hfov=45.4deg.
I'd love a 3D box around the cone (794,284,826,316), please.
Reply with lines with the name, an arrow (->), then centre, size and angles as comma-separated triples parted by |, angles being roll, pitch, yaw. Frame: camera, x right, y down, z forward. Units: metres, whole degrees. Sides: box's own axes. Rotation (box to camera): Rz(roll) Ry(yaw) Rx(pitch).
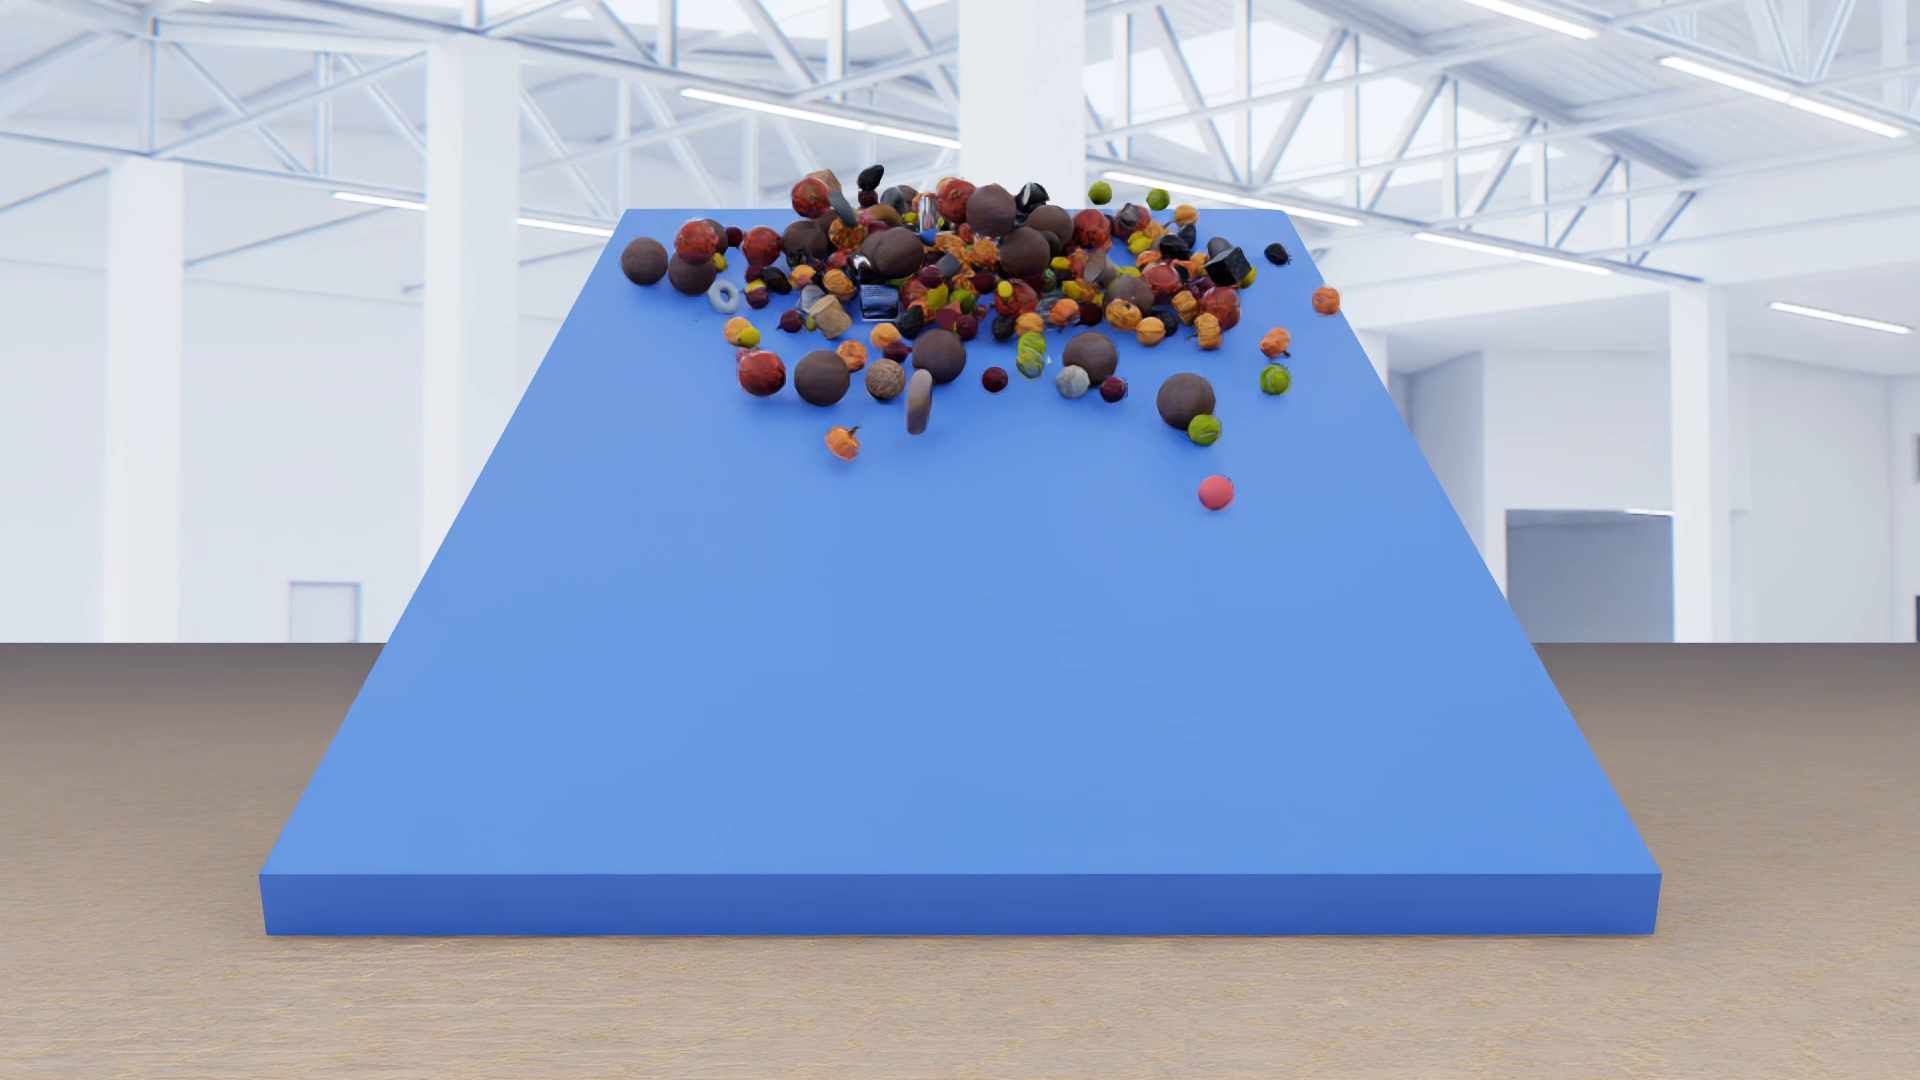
cone -> -0.401, -0.604, 5.914 | 0.090, 0.090, 0.090 | 2, -12, -42

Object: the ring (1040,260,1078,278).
ring -> 0.268, -0.739, 6.249 | 0.108, 0.036, 0.108 | -7, 15, 2

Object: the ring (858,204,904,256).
ring -> -0.218, -0.854, 6.322 | 0.146, 0.146, 0.049 | 2, 5, -41

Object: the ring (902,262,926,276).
ring -> -0.134, -0.743, 6.281 | 0.080, 0.027, 0.080 | 0, 22, 0

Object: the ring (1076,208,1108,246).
ring -> 0.376, -0.894, 6.556 | 0.106, 0.106, 0.035 | 1, 8, -30

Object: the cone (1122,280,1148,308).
cone -> 0.458, -0.651, 6.001 | 0.067, 0.067, 0.067 | 0, 22, 0

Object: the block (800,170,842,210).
block -> -0.395, -0.999, 6.547 | 0.076, 0.076, 0.076 | -6, -40, 30

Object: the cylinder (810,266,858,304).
cylinder -> -0.327, -0.660, 5.980 | 0.091, 0.091, 0.091 | -17, 6, -29

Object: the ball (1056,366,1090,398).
ball -> 0.259, -0.363, 5.268 | 0.076, 0.076, 0.076 | 0, -2, 0

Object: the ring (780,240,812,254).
ring -> -0.464, -0.826, 6.482 | 0.093, 0.031, 0.093 | 1, 23, 0

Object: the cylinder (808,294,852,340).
cylinder -> -0.321, -0.553, 5.680 | 0.079, 0.079, 0.079 | -28, 27, 16

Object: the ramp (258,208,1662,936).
ramp -> -0.006, -0.220, 5.144 | 2.000, 0.100, 4.000 | 0, 22, 0

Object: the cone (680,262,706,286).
cone -> -0.708, -0.704, 6.177 | 0.067, 0.067, 0.067 | 19, -12, -31

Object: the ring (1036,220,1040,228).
ring -> 0.190, -0.922, 6.727 | 0.091, 0.030, 0.091 | 1, 21, 0

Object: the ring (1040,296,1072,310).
ring -> 0.244, -0.612, 5.951 | 0.089, 0.030, 0.089 | 0, 23, 0

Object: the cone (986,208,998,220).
cone -> 0.077, -0.947, 6.793 | 0.058, 0.058, 0.058 | -23, -9, 15

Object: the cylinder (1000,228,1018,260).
cylinder -> 0.109, -0.815, 6.338 | 0.077, 0.077, 0.077 | -12, -9, 34

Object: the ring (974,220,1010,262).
ring -> 0.082, -0.773, 5.941 | 0.111, 0.111, 0.037 | 2, 14, -43

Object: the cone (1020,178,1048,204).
cone -> 0.212, -0.922, 6.151 | 0.069, 0.069, 0.069 | 33, -17, -23

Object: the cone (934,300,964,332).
cone -> -0.016, -0.579, 5.770 | 0.077, 0.077, 0.077 | 13, -40, 11

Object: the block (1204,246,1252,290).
block -> 0.675, -0.684, 5.770 | 0.071, 0.071, 0.071 | -42, 16, -35

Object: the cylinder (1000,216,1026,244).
cylinder -> 0.147, -0.870, 6.508 | 0.068, 0.068, 0.068 | 0, -29, -11

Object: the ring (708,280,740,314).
ring -> -0.608, -0.625, 5.904 | 0.094, 0.094, 0.031 | 2, -14, -41

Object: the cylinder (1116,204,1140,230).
cylinder -> 0.474, -0.906, 6.446 | 0.054, 0.054, 0.054 | 1, -22, -14

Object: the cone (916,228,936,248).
cone -> -0.091, -0.777, 5.869 | 0.054, 0.054, 0.054 | 12, -3, -3

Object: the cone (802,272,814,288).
cone -> -0.409, -0.684, 6.135 | 0.054, 0.054, 0.054 | 1, -9, -29

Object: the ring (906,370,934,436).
ring -> -0.088, -0.297, 4.940 | 0.048, 0.144, 0.144 | 7, -2, 2

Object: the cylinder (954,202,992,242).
cylinder -> 0.033, -0.882, 6.384 | 0.084, 0.084, 0.084 | 39, 15, 23

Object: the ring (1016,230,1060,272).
ring -> 0.205, -0.754, 5.991 | 0.129, 0.043, 0.129 | -18, -40, -16

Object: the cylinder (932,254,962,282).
cylinder -> -0.032, -0.690, 5.812 | 0.053, 0.053, 0.053 | -45, 8, -12

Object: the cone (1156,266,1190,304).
cone -> 0.582, -0.653, 6.036 | 0.098, 0.098, 0.098 | -19, -36, -15

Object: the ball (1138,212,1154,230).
ball -> 0.547, -0.935, 6.733 | 0.051, 0.051, 0.051 | 0, -2, 0

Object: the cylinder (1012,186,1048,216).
cylinder -> 0.201, -0.974, 6.584 | 0.080, 0.080, 0.080 | 1, -12, -16

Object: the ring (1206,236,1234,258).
ring -> 0.724, -0.765, 6.226 | 0.046, 0.139, 0.139 | -40, -21, 23

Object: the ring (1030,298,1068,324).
ring -> 0.226, -0.586, 5.859 | 0.098, 0.033, 0.098 | -9, 39, 7

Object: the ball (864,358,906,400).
ball -> -0.171, -0.368, 5.251 | 0.094, 0.094, 0.094 | 0, -2, 0

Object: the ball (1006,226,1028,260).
ball -> 0.149, -0.833, 6.413 | 0.096, 0.096, 0.096 | 0, -2, 0

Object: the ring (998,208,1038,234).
ring -> 0.159, -0.875, 6.291 | 0.122, 0.041, 0.122 | 22, -3, 1

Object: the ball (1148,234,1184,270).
ball -> 0.568, -0.791, 6.309 | 0.097, 0.097, 0.097 | 0, -2, 0

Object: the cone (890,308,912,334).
cone -> -0.148, -0.554, 5.767 | 0.058, 0.058, 0.058 | 0, 22, 0

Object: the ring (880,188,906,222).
ring -> -0.191, -0.932, 6.466 | 0.042, 0.126, 0.126 | 8, 1, 24

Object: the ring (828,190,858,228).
ring -> -0.307, -0.874, 6.056 | 0.038, 0.115, 0.115 | -35, -6, 4

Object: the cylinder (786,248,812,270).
cylinder -> -0.427, -0.745, 6.070 | 0.057, 0.057, 0.057 | 0, 8, 5

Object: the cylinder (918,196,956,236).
cylinder -> -0.062, -0.845, 5.977 | 0.092, 0.092, 0.092 | -5, 2, 0

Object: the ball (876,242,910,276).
ball -> -0.180, -0.756, 6.151 | 0.091, 0.091, 0.091 | 0, -2, 0

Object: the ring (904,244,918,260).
ring -> -0.153, -0.783, 6.275 | 0.079, 0.026, 0.079 | -18, -21, -7

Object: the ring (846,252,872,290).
ring -> -0.264, -0.699, 5.980 | 0.035, 0.105, 0.105 | -21, 8, -28

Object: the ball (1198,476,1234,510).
ball -> 0.513, -0.095, 4.605 | 0.070, 0.070, 0.070 | 0, -2, 0
